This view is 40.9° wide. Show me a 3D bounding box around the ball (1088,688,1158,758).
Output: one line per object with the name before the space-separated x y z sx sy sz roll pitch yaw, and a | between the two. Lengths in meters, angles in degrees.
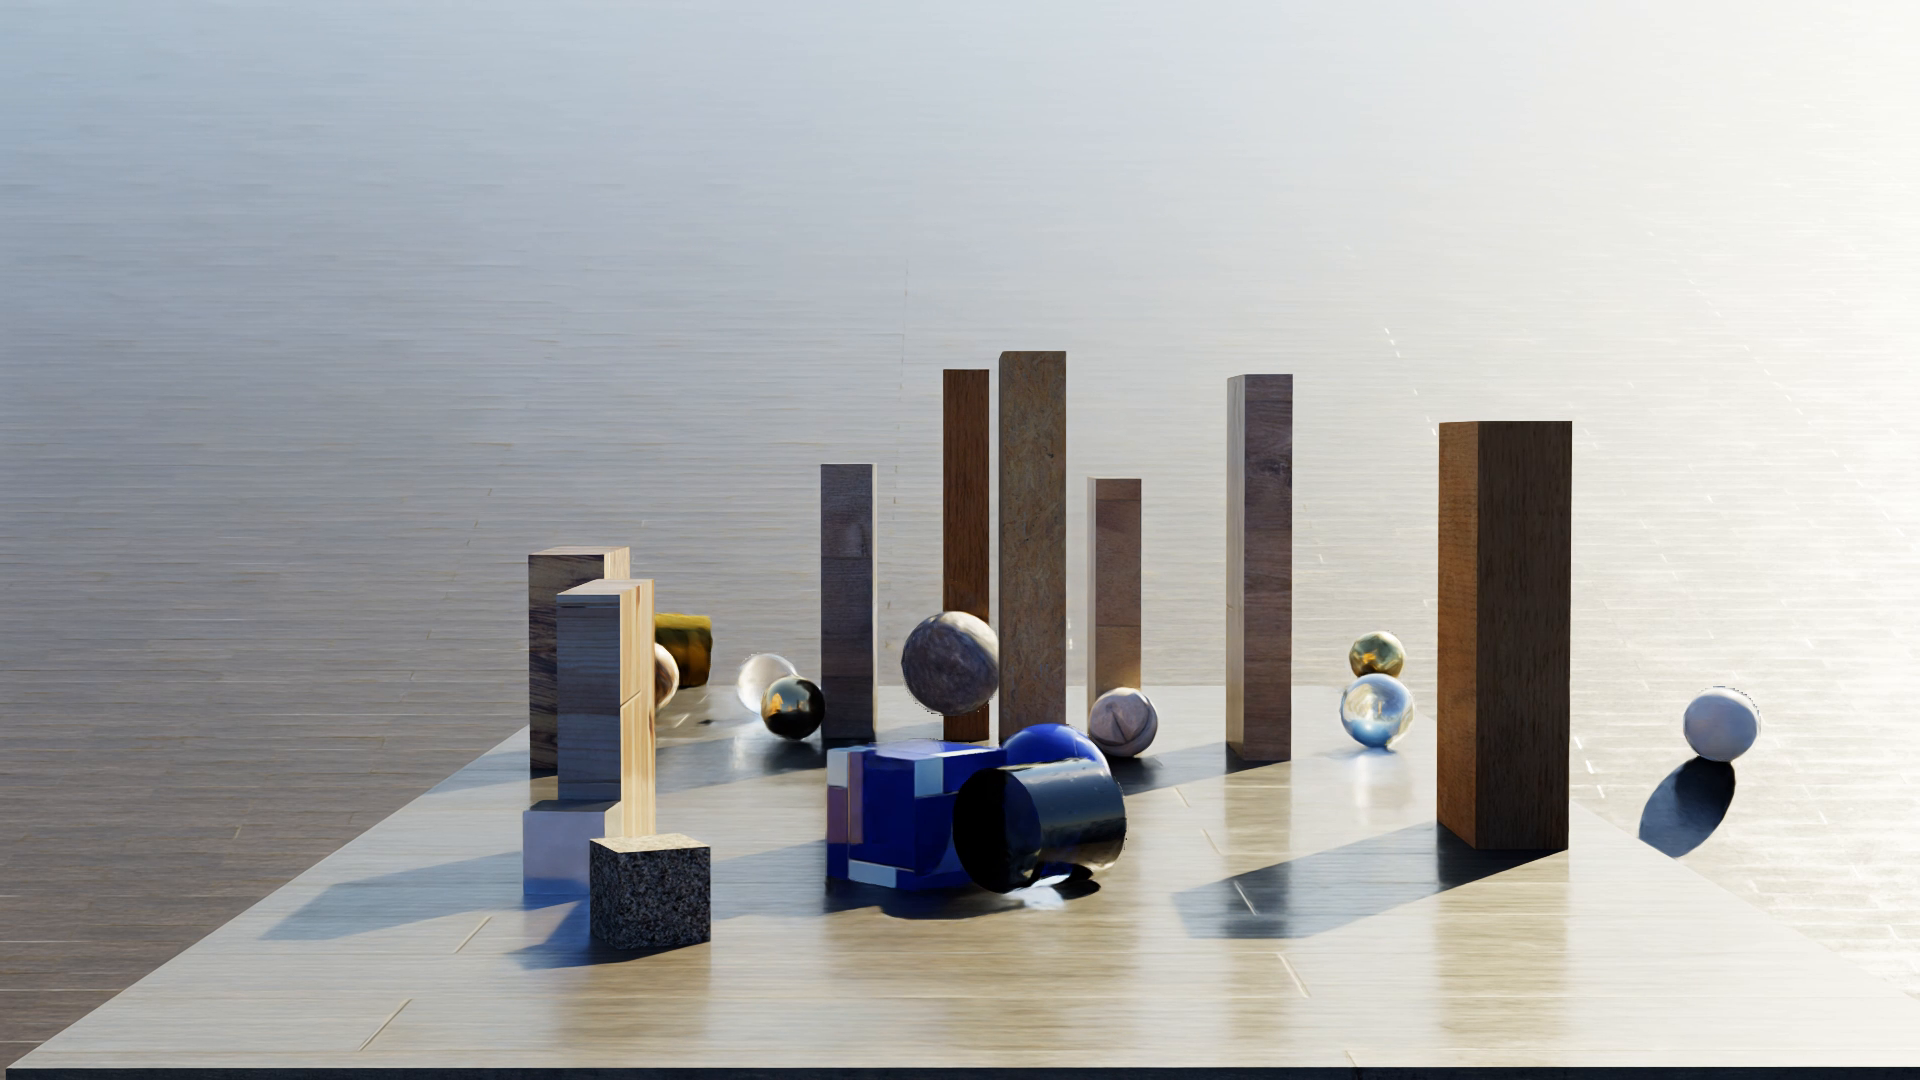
ball | 0.321 0.358 5.054 0.138 0.138 0.138 0 24 0

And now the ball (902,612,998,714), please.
ball | -0.015 0.250 5.246 0.209 0.209 0.209 0 24 0

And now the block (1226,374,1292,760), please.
block | 0.597 0.048 5.156 0.093 0.750 0.332 0 2 0

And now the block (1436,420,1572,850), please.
block | 0.852 0.139 4.054 0.142 0.649 0.316 0 2 0

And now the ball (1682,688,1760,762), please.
ball | 1.876 0.457 6.353 0.182 0.182 0.182 0 24 0

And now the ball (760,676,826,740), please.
ball | -0.347 0.349 5.348 0.134 0.134 0.134 0 24 0

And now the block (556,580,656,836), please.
block | -0.523 0.271 3.834 0.089 0.404 0.409 0 2 0

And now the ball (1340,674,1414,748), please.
ball | 0.844 0.345 5.211 0.151 0.151 0.151 0 24 0

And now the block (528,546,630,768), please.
block | -0.746 0.223 5.072 0.144 0.406 0.373 0 2 0

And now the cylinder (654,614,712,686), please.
cylinder | -0.744 0.281 6.618 0.182 0.182 0.182 3 22 -15

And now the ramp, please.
ramp | 0.055 0.496 4.544 2.000 0.100 4.000 0 2 0

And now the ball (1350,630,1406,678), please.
ball | 1.058 0.301 6.531 0.141 0.141 0.141 0 24 0

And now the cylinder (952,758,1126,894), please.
cylinder | 0.110 0.396 3.589 0.172 0.172 0.172 -2 19 -45

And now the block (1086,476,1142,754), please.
block | 0.314 0.145 5.278 0.091 0.546 0.327 0 2 0

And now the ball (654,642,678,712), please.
ball | -0.725 0.312 5.850 0.172 0.172 0.172 0 24 0

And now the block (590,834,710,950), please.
block | -0.387 0.437 3.215 0.118 0.118 0.118 -1 2 -25

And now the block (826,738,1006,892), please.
block | -0.062 0.388 3.668 0.181 0.181 0.181 -2 3 -44

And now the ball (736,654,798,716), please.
ball | -0.435 0.327 5.821 0.143 0.143 0.143 0 24 0

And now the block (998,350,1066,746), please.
block | 0.115 0.080 4.187 0.098 0.758 0.406 0 2 0

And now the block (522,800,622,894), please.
block | -0.537 0.426 3.575 0.114 0.114 0.114 0 2 4

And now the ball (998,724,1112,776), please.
ball | 0.134 0.374 3.899 0.193 0.193 0.193 0 24 0

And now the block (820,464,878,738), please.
block | -0.236 0.123 5.516 0.108 0.573 0.282 0 2 0

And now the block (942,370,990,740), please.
block | 0.013 0.024 5.526 0.096 0.770 0.367 0 2 0
